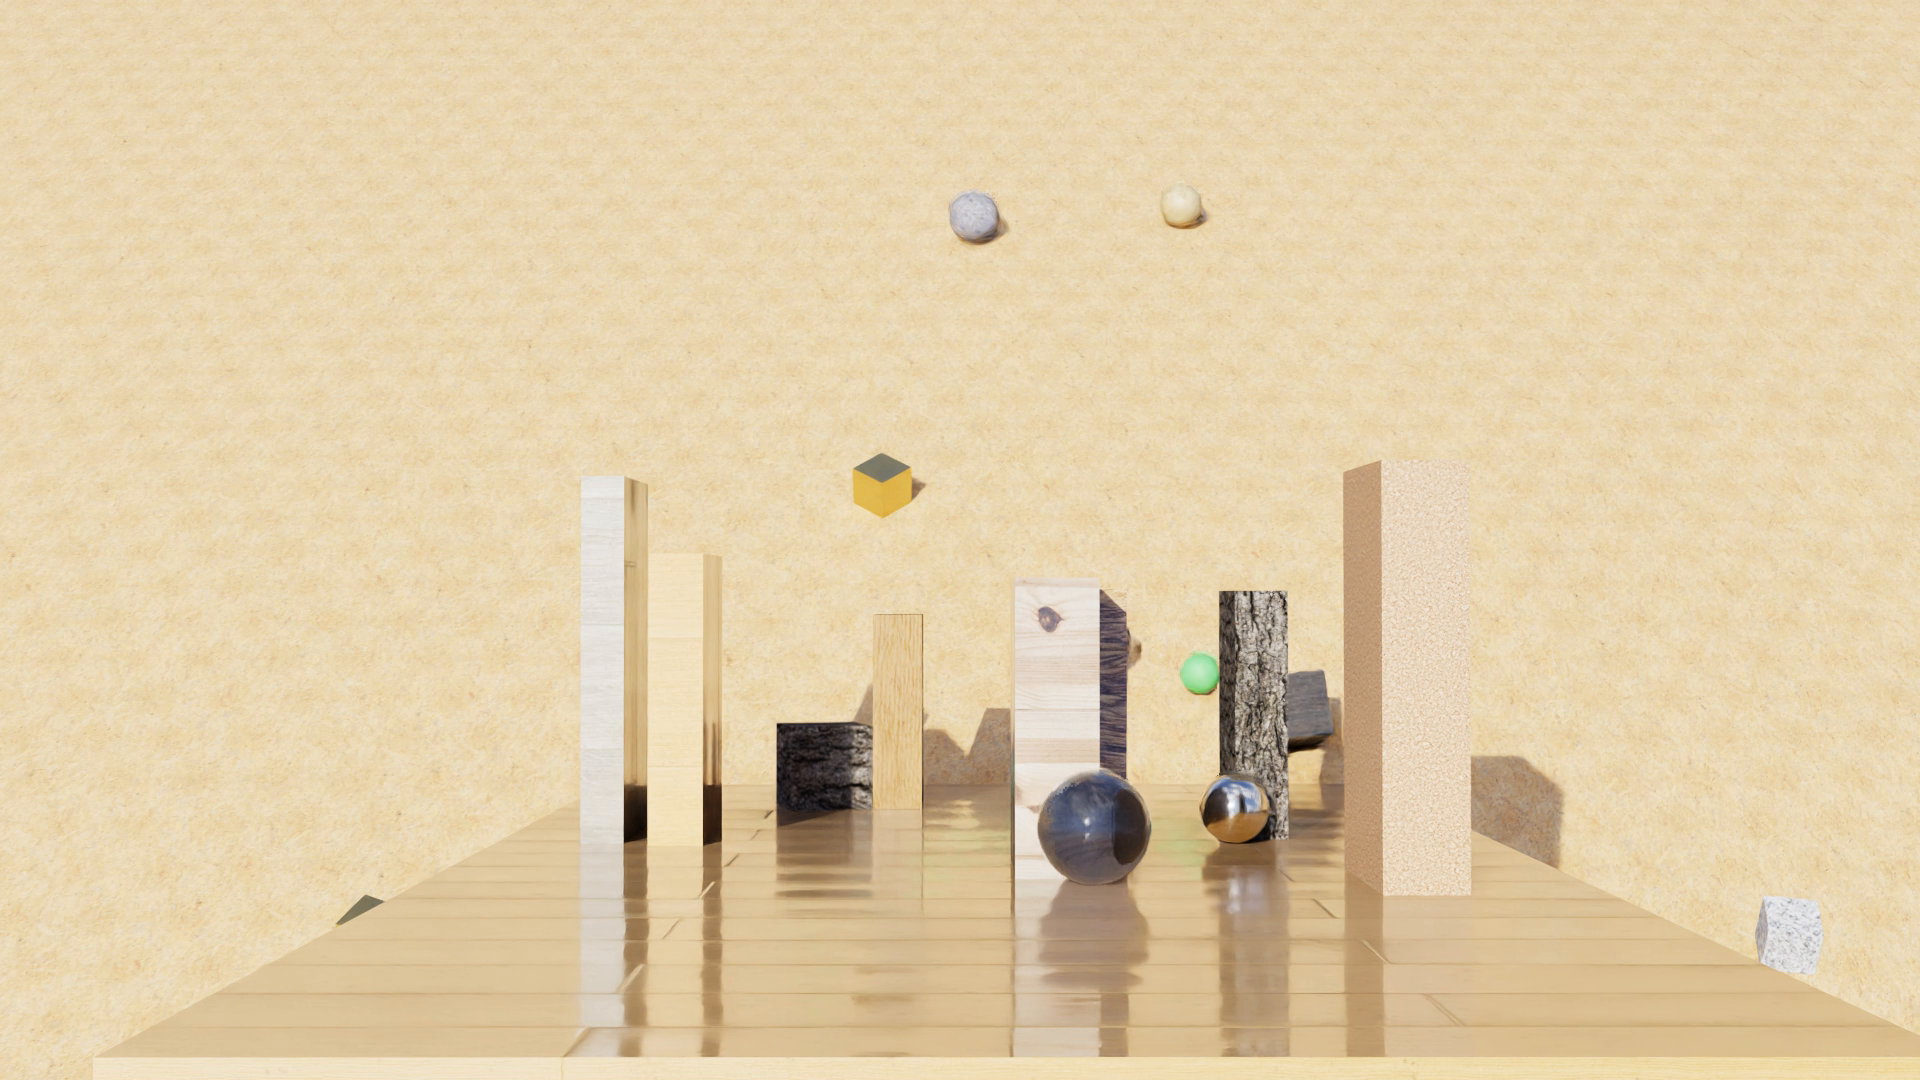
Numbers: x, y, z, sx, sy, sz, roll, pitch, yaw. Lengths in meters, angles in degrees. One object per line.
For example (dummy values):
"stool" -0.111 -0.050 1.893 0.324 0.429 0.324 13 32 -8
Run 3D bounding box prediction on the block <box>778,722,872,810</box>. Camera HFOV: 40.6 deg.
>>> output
"block" -0.319 0.527 6.081 0.190 0.190 0.190 0 -1 -13

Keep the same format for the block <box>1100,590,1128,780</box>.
"block" 0.262 0.348 5.024 0.094 0.504 0.429 0 -1 0

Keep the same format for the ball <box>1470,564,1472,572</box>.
"ball" 1.437 0.085 7.635 0.133 0.133 0.133 0 33 0

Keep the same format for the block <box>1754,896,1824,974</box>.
"block" 2.016 0.961 6.311 0.127 0.127 0.127 5 34 7

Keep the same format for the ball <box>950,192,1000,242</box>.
"ball" 0.052 -1.184 9.516 0.184 0.184 0.184 0 33 0

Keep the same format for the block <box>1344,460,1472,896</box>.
"block" 0.767 0.230 4.484 0.145 0.716 0.428 0 -1 0

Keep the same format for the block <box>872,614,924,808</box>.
"block" -0.145 0.399 6.118 0.113 0.448 0.250 0 -1 0

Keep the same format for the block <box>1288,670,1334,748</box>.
"block" 0.885 0.458 6.967 0.173 0.173 0.173 -5 77 -8

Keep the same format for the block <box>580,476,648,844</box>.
"block" -0.712 0.242 5.363 0.086 0.731 0.396 0 -1 0

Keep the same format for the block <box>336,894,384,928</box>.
"block" -1.429 0.961 6.318 0.120 0.120 0.120 15 36 21

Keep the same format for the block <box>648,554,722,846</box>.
"block" -0.560 0.319 5.319 0.107 0.575 0.418 0 -1 0

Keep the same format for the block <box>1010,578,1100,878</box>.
"block" 0.169 0.332 4.711 0.147 0.523 0.378 0 -1 0

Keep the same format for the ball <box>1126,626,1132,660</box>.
"ball" 0.399 0.290 7.291 0.169 0.169 0.169 0 33 0

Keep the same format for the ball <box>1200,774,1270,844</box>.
"ball" 0.547 0.534 5.160 0.138 0.138 0.138 0 33 0

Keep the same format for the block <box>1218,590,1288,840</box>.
"block" 0.608 0.357 5.393 0.107 0.502 0.322 0 -1 0

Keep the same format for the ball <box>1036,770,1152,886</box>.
"ball" 0.228 0.490 4.421 0.195 0.195 0.195 0 33 0

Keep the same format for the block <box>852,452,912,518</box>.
"block" -0.240 -0.169 8.026 0.128 0.128 0.128 27 42 35

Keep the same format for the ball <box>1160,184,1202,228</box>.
"ball" 0.820 -1.241 9.625 0.158 0.158 0.158 0 33 0

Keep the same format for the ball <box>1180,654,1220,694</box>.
"ball" 0.669 0.372 7.219 0.112 0.112 0.112 0 33 0

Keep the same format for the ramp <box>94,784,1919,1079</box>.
"ramp" 0.074 0.645 4.768 2.000 0.100 4.000 0 -1 0
